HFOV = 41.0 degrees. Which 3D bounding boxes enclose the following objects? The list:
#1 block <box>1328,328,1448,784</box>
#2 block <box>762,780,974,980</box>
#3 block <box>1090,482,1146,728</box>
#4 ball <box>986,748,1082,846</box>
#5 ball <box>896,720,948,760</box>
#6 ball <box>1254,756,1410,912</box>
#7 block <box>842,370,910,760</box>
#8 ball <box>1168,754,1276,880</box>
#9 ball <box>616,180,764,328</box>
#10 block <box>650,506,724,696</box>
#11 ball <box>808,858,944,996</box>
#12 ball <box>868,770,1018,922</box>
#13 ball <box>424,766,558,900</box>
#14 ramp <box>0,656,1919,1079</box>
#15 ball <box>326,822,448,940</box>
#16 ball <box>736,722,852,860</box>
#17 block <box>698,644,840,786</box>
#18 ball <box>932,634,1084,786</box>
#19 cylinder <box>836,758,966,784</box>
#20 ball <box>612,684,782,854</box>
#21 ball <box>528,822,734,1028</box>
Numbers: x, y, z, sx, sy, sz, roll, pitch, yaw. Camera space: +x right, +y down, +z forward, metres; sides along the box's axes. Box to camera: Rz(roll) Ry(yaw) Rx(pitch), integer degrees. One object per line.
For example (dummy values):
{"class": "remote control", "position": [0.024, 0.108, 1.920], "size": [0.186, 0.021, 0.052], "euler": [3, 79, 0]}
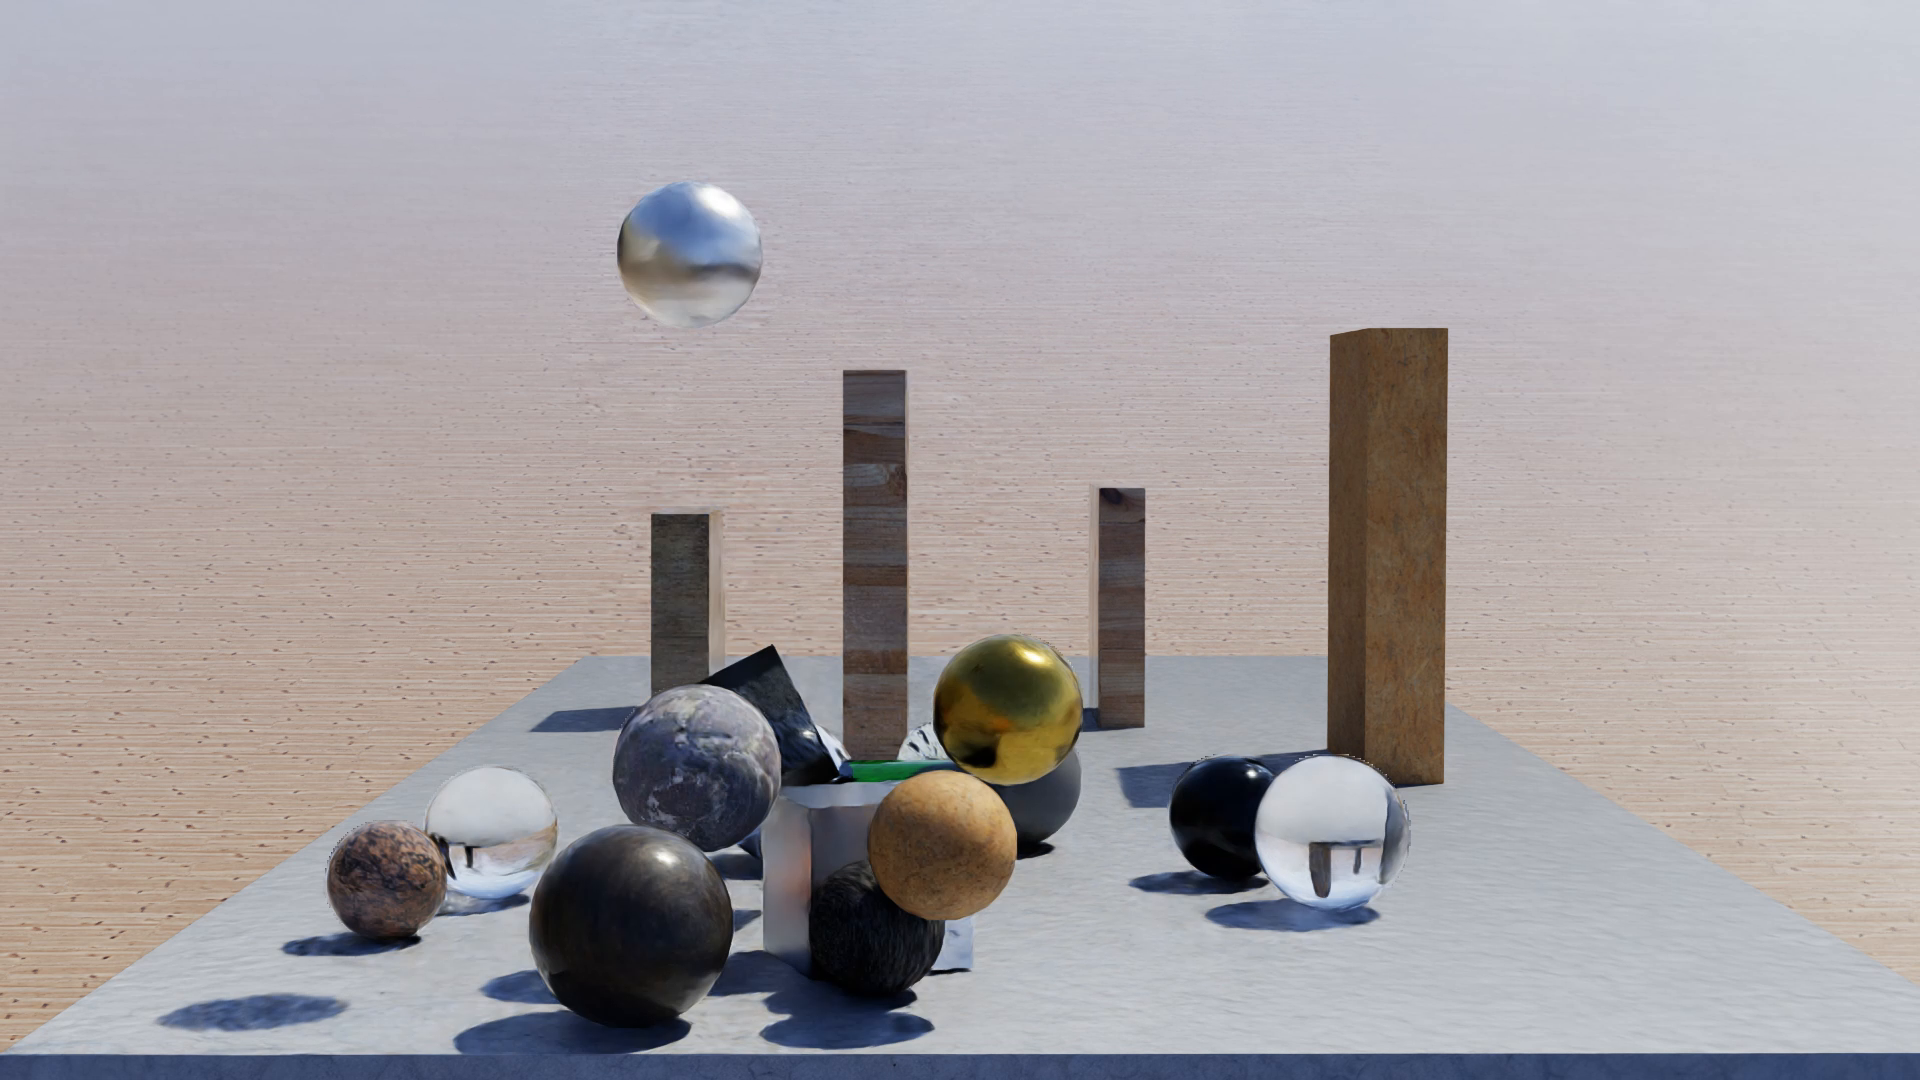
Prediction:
{"class": "block", "position": [0.748, 0.017, 4.530], "size": [0.134, 0.766, 0.438], "euler": [0, 3, 0]}
{"class": "block", "position": [-0.109, 0.386, 2.956], "size": [0.191, 0.191, 0.191], "euler": [-1, 2, -21]}
{"class": "block", "position": [0.319, 0.126, 5.246], "size": [0.092, 0.474, 0.343], "euler": [0, 3, 0]}
{"class": "ball", "position": [0.079, 0.346, 3.719], "size": [0.194, 0.194, 0.194], "euler": [0, 21, 0]}
{"class": "ball", "position": [-0.026, 0.354, 4.016], "size": [0.147, 0.147, 0.147], "euler": [0, 21, 0]}
{"class": "ball", "position": [0.469, 0.370, 3.249], "size": [0.195, 0.195, 0.195], "euler": [0, 21, 0]}
{"class": "block", "position": [-0.150, 0.045, 4.656], "size": [0.110, 0.699, 0.296], "euler": [0, 3, 0]}
{"class": "ball", "position": [0.365, 0.373, 3.461], "size": [0.168, 0.168, 0.168], "euler": [0, 21, 0]}
{"class": "ball", "position": [-0.308, -0.325, 2.930], "size": [0.167, 0.167, 0.167], "euler": [0, 21, 0]}
{"class": "block", "position": [-0.561, 0.149, 5.319], "size": [0.116, 0.421, 0.344], "euler": [0, 3, 0]}
{"class": "ball", "position": [-0.090, 0.419, 2.783], "size": [0.148, 0.148, 0.148], "euler": [0, 21, 0]}
{"class": "ball", "position": [-0.018, 0.318, 2.681], "size": [0.157, 0.157, 0.157], "euler": [0, 21, 0]}
{"class": "ball", "position": [-0.606, 0.379, 3.323], "size": [0.172, 0.172, 0.172], "euler": [0, 21, 0]}
{"class": "ramp", "position": [0.050, 0.451, 4.532], "size": [2.000, 0.100, 4.000], "euler": [0, 3, 0]}
{"class": "ball", "position": [-0.684, 0.407, 3.072], "size": [0.142, 0.142, 0.142], "euler": [0, 21, 0]}
{"class": "ball", "position": [-0.244, 0.349, 3.588], "size": [0.204, 0.204, 0.204], "euler": [0, 21, 0]}
{"class": "block", "position": [-0.261, 0.251, 3.242], "size": [0.153, 0.153, 0.153], "euler": [-27, -16, -5]}
{"class": "ball", "position": [0.056, 0.201, 3.038], "size": [0.179, 0.179, 0.179], "euler": [0, 21, 0]}
{"class": "cylinder", "position": [-0.076, 0.375, 3.457], "size": [0.158, 0.158, 0.158], "euler": [0, 21, -15]}
{"class": "ball", "position": [-0.297, 0.258, 2.904], "size": [0.191, 0.191, 0.191], "euler": [0, 21, 0]}
{"class": "ball", "position": [-0.338, 0.396, 2.641], "size": [0.209, 0.209, 0.209], "euler": [0, 21, 0]}
